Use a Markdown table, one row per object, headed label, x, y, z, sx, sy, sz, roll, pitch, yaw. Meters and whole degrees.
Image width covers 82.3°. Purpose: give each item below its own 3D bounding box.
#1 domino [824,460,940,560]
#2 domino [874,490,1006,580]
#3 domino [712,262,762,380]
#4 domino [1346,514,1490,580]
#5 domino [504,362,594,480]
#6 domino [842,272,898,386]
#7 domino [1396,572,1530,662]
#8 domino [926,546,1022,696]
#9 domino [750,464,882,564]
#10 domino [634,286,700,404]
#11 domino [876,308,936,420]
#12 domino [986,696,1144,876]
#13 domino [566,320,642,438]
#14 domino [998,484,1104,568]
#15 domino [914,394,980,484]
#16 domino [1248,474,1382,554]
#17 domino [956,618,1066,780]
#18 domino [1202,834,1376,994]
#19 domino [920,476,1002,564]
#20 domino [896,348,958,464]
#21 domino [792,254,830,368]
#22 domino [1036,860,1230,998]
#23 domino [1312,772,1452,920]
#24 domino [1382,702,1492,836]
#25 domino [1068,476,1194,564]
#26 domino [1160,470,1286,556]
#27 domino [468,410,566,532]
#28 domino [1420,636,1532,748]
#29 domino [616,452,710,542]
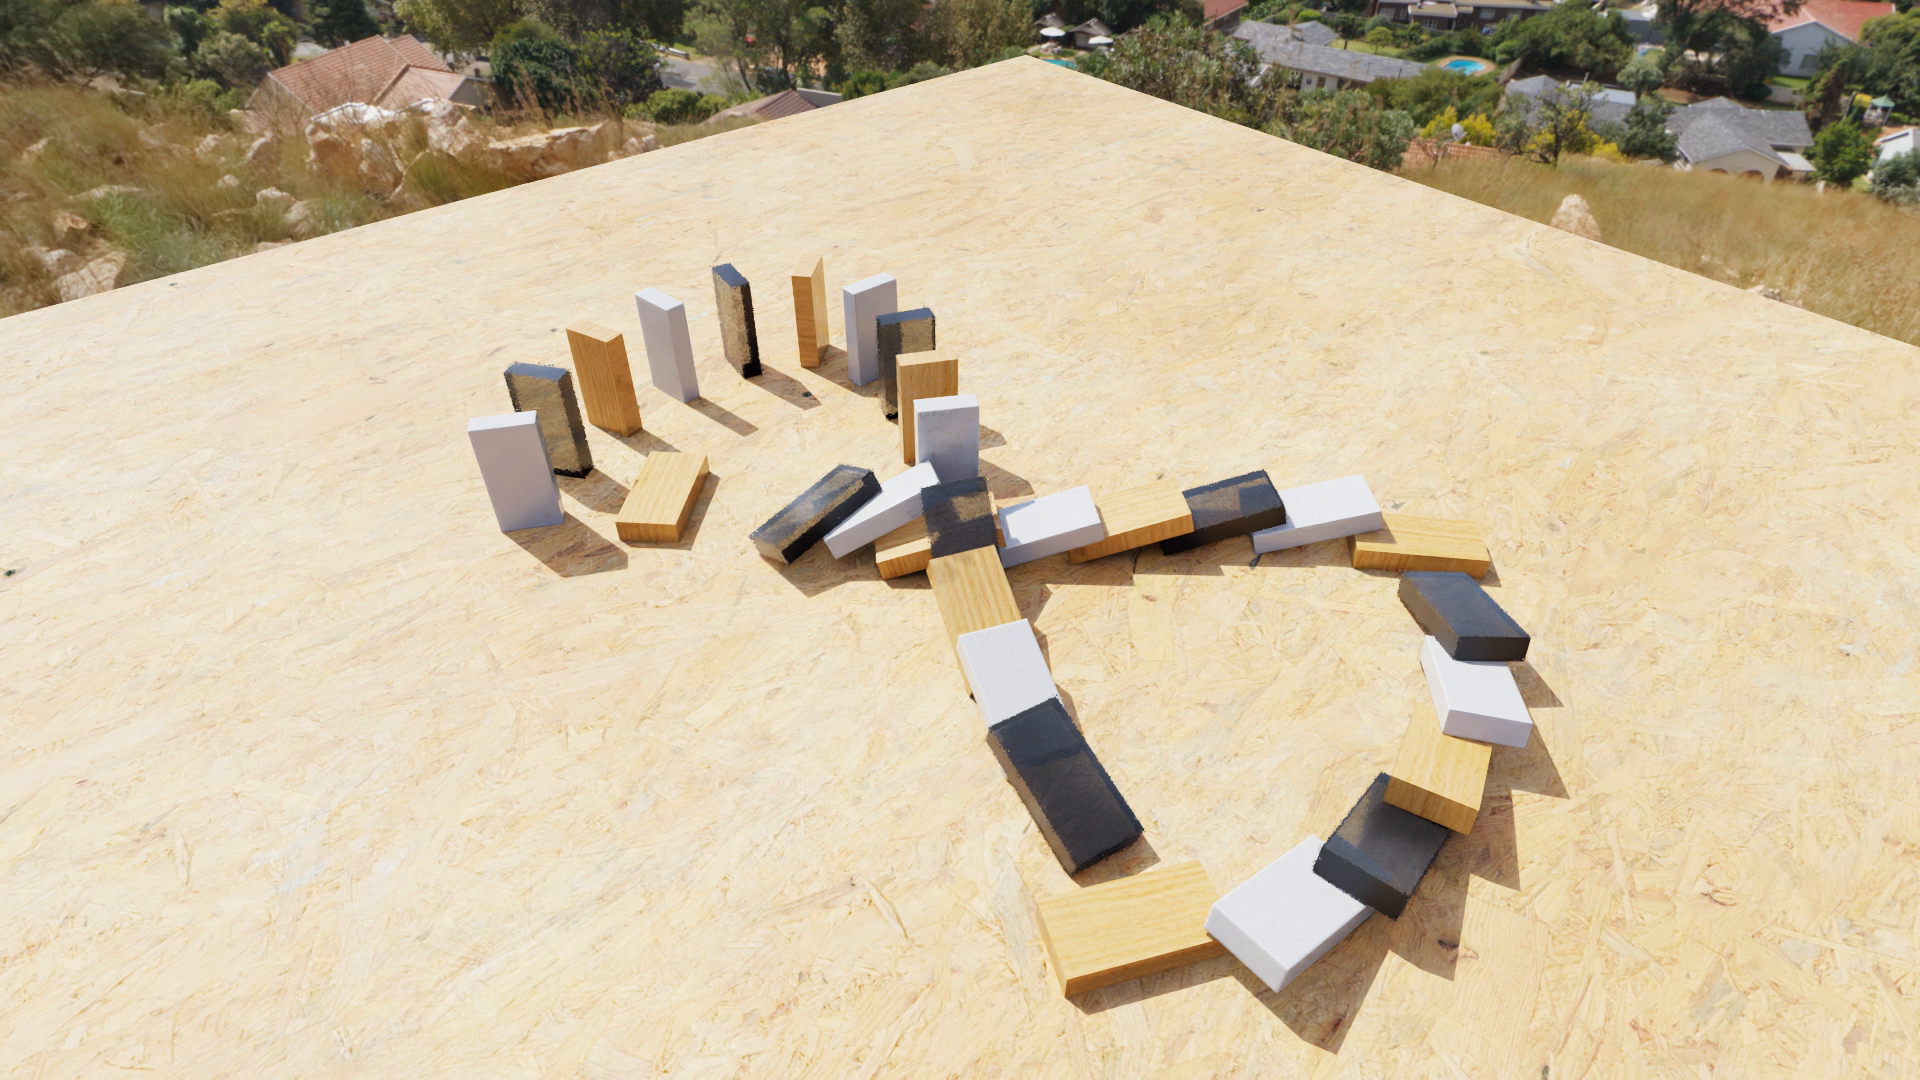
| label | x | y | z | sx | sy | sz | roll | pitch | yaw |
| --- | --- | --- | --- | --- | --- | --- | --- | --- | --- |
| domino | -0.031 | -0.013 | 0.440 | 0.050 | 0.009 | 0.025 | -27 | 28 | 2 |
| domino | -0.009 | -0.002 | 0.437 | 0.050 | 0.010 | 0.025 | -15 | 40 | 4 |
| domino | -0.110 | -0.108 | 0.543 | 0.009 | 0.050 | 0.025 | -21 | 44 | -24 |
| domino | 0.183 | 0.002 | 0.441 | 0.050 | 0.010 | 0.025 | 5 | 40 | 6 |
| domino | -0.177 | -0.051 | 0.474 | 0.025 | 0.050 | 0.009 | 9 | 40 | 11 |
| domino | -0.043 | -0.102 | 0.537 | 0.025 | 0.050 | 0.009 | -28 | 47 | -30 |
| domino | 0.182 | 0.027 | 0.400 | 0.025 | 0.010 | 0.050 | 1 | 25 | -2 |
| domino | 0.008 | 0.028 | 0.393 | 0.025 | 0.009 | 0.050 | -13 | 66 | -15 |
| domino | -0.058 | -0.011 | 0.442 | 0.050 | 0.009 | 0.025 | -41 | 30 | -23 |
| domino | -0.139 | -0.093 | 0.524 | 0.025 | 0.050 | 0.009 | 30 | 48 | 31 |
| domino | -0.024 | -0.082 | 0.511 | 0.025 | 0.050 | 0.009 | -13 | 41 | -15 |
| domino | 0.032 | 0.075 | 0.341 | 0.025 | 0.009 | 0.050 | -21 | 60 | -23 |
| domino | -0.162 | -0.073 | 0.501 | 0.025 | 0.050 | 0.009 | 21 | 44 | 23 |
| domino | 0.030 | -0.004 | 0.439 | 0.050 | 0.009 | 0.025 | -16 | 40 | 4 |
| domino | -0.005 | -0.035 | 0.454 | 0.025 | 0.050 | 0.009 | -7 | 40 | -8 |
| domino | 0.142 | -0.011 | 0.447 | 0.050 | 0.009 | 0.025 | -12 | 39 | 8 |
| domino | 0.019 | 0.052 | 0.368 | 0.025 | 0.009 | 0.050 | -13 | 58 | -15 |
| domino | 0.094 | 0.103 | 0.308 | 0.050 | 0.010 | 0.025 | -16 | 40 | -39 |
| domino | 0.002 | 0.003 | 0.416 | 0.025 | 0.010 | 0.050 | -11 | 75 | -1 |
| domino | -0.014 | -0.058 | 0.483 | 0.025 | 0.050 | 0.010 | -9 | 40 | -11 |
| domino | -0.075 | -0.115 | 0.551 | 0.009 | 0.050 | 0.025 | 5 | 40 | 6 |
| domino | 0.049 | 0.109 | 0.310 | 0.050 | 0.010 | 0.025 | -10 | 40 | -12 |
| domino | 0.127 | 0.089 | 0.325 | 0.025 | 0.010 | 0.050 | 28 | 32 | 30 |
| domino | 0.152 | 0.071 | 0.347 | 0.025 | 0.009 | 0.050 | 20 | 28 | 23 |
| domino | 0.066 | -0.008 | 0.444 | 0.050 | 0.010 | 0.025 | -16 | 40 | 4 |
| domino | 0.104 | -0.011 | 0.447 | 0.050 | 0.009 | 0.025 | -15 | 39 | 5 |
| domino | -0.179 | -0.027 | 0.445 | 0.025 | 0.050 | 0.009 | -8 | 40 | -10 |
| domino | 0.173 | 0.050 | 0.372 | 0.025 | 0.009 | 0.050 | 9 | 25 | 10 |
| domino | -0.125 | -0.019 | 0.467 | 0.025 | 0.010 | 0.050 | 3 | 39 | 3 |
